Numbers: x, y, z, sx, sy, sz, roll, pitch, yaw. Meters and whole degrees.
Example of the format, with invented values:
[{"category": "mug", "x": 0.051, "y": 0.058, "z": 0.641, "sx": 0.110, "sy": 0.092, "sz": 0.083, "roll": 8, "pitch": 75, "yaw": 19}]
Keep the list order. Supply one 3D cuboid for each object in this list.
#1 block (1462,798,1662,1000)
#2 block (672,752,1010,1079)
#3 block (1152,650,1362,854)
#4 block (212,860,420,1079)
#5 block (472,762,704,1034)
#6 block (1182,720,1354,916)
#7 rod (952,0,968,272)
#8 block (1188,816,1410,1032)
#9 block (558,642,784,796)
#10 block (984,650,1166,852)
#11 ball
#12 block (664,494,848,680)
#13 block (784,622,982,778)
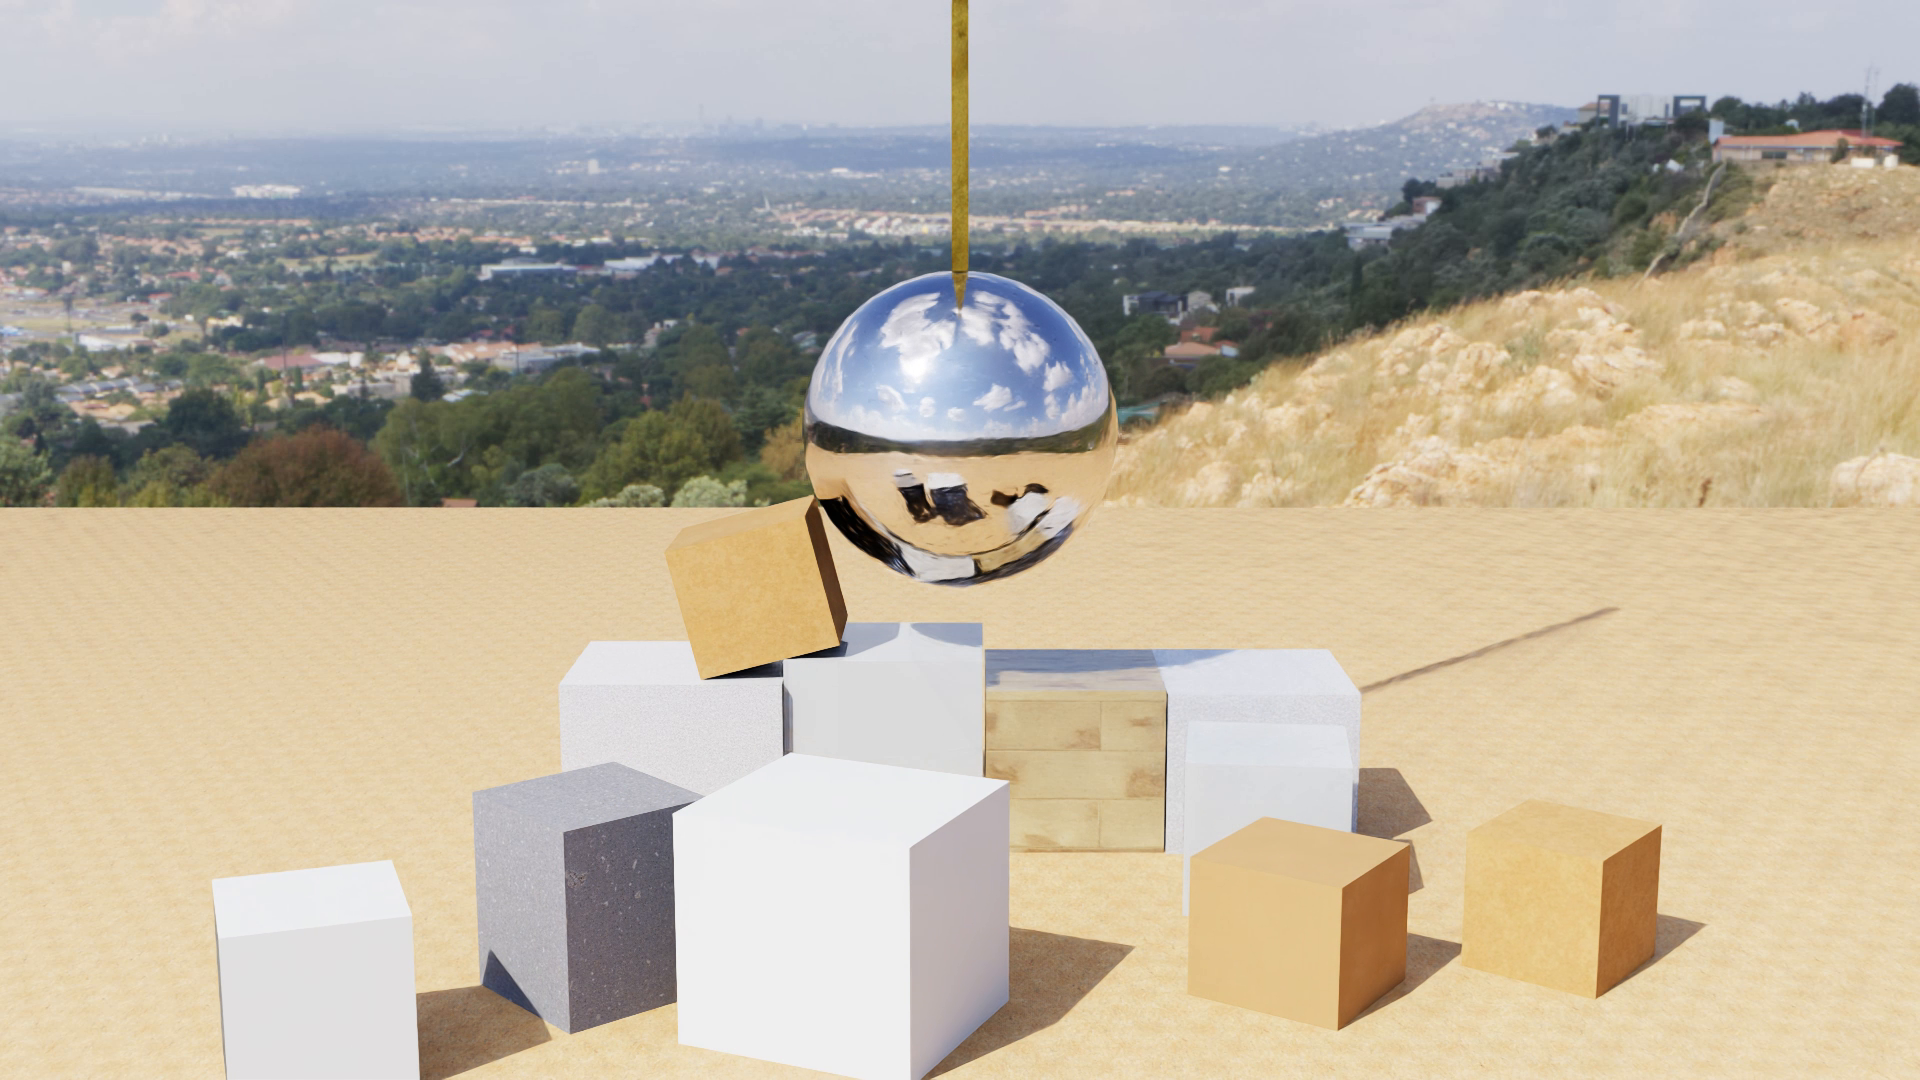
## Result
[{"category": "block", "x": 2.594, "y": 1.530, "z": 9.480, "sx": 0.605, "sy": 0.598, "sz": 0.635, "roll": 8, "pitch": 13, "yaw": 38}, {"category": "block", "x": -0.453, "y": 1.480, "z": 8.792, "sx": 1.013, "sy": 0.942, "sz": 0.940, "roll": 5, "pitch": 11, "yaw": 24}, {"category": "block", "x": 1.499, "y": 1.075, "z": 11.373, "sx": 0.950, "sy": 0.816, "sz": 0.981, "roll": 0, "pitch": 10, "yaw": 0}, {"category": "block", "x": -2.464, "y": 1.687, "z": 8.389, "sx": 0.680, "sy": 0.679, "sz": 0.682, "roll": -4, "pitch": 11, "yaw": -20}, {"category": "block", "x": -1.528, "y": 1.466, "z": 9.159, "sx": 0.691, "sy": 0.839, "sz": 0.717, "roll": -9, "pitch": 14, "yaw": -41}, {"category": "block", "x": 1.437, "y": 1.309, "z": 10.332, "sx": 0.749, "sy": 0.728, "sz": 0.735, "roll": 1, "pitch": 10, "yaw": 7}, {"category": "rod", "x": 0.000, "y": -3.898, "z": 10.488, "sx": 0.080, "sy": 5.200, "sz": 0.080, "roll": 0, "pitch": 11, "yaw": 0}, {"category": "block", "x": 1.417, "y": 1.583, "z": 9.186, "sx": 0.679, "sy": 0.598, "sz": 0.672, "roll": 7, "pitch": 12, "yaw": 34}, {"category": "block", "x": -1.425, "y": 1.052, "z": 11.360, "sx": 1.097, "sy": 0.866, "sz": 0.955, "roll": 0, "pitch": 10, "yaw": 0}, {"category": "block", "x": 0.574, "y": 1.072, "z": 11.344, "sx": 0.889, "sy": 0.832, "sz": 0.896, "roll": 0, "pitch": 10, "yaw": 0}, {"category": "ball", "x": 0.000, "y": -0.556, "z": 11.116, "sx": 1.600, "sy": 1.600, "sz": 1.600, "roll": 0, "pitch": 10, "yaw": 0}, {"category": "block", "x": -1.019, "y": 0.229, "z": 11.169, "sx": 0.714, "sy": 0.666, "sz": 0.687, "roll": -14, "pitch": 10, "yaw": 3}, {"category": "block", "x": -0.375, "y": 0.997, "z": 11.363, "sx": 0.981, "sy": 0.973, "sz": 0.880, "roll": 0, "pitch": 10, "yaw": 1}]
